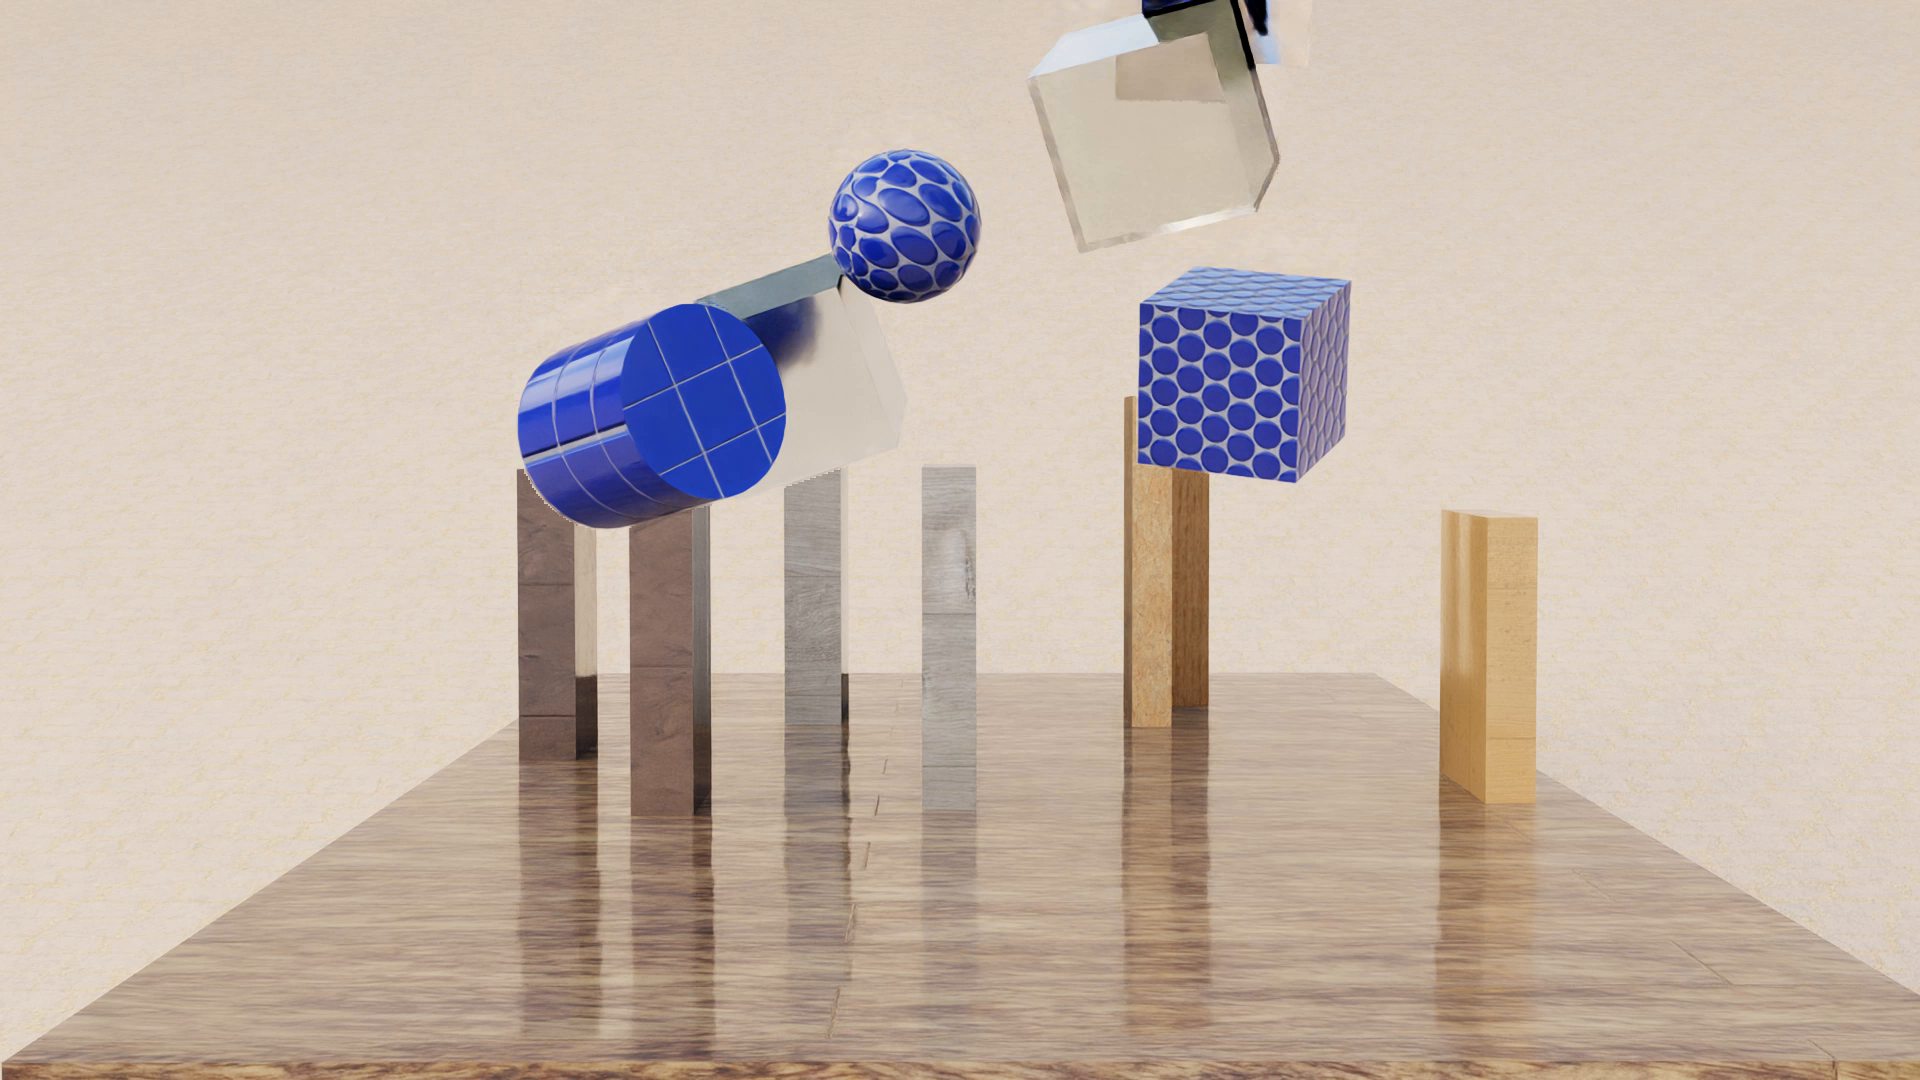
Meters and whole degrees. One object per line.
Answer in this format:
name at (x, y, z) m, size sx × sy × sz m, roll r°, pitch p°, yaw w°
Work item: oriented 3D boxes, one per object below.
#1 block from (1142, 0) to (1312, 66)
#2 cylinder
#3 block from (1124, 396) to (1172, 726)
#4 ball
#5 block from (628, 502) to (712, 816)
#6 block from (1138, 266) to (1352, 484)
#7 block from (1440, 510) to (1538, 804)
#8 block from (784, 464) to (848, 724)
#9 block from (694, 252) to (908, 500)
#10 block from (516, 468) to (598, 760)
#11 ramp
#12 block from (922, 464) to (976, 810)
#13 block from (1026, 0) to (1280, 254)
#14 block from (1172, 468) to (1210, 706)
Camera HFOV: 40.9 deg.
block at (0.258, -0.566, 2.460) m, size 0.158 × 0.158 × 0.158 m, roll 2°, pitch 44°, yaw 6°
cylinder at (-0.272, -0.106, 2.264) m, size 0.170 × 0.170 × 0.170 m, roll -21°, pitch 5°, yaw -41°
block at (0.399, 0.039, 5.484) m, size 0.082 × 0.689 × 0.277 m, roll 0°, pitch 3°, yaw 0°
ball at (-0.052, -0.298, 2.444) m, size 0.146 × 0.146 × 0.146 m, roll 0°, pitch 23°, yaw 0°
block at (-0.479, 0.067, 4.273) m, size 0.101 × 0.741 × 0.305 m, roll 0°, pitch 3°, yaw 0°
block at (0.281, -0.166, 2.538) m, size 0.162 × 0.162 × 0.162 m, roll 8°, pitch 22°, yaw 23°
block at (0.913, 0.191, 4.465) m, size 0.083 × 0.475 × 0.407 m, roll 0°, pitch 3°, yaw 0°
block at (-0.309, 0.088, 5.587) m, size 0.119 × 0.582 × 0.380 m, roll 0°, pitch 3°, yaw 0°
block at (-0.162, -0.164, 2.506) m, size 0.165 × 0.165 × 0.165 m, roll -18°, pitch 18°, yaw 8°
block at (-0.773, 0.134, 4.953) m, size 0.107 × 0.547 × 0.294 m, roll 0°, pitch 3°, yaw 0°
ramp at (0.053, 0.476, 4.536) m, size 2.000 × 0.100 × 4.000 m, roll 0°, pitch 3°, yaw 0°
block at (-0.018, 0.153, 4.380) m, size 0.089 × 0.559 × 0.371 m, roll 0°, pitch 3°, yaw 0°
block at (0.183, -0.388, 2.383) m, size 0.169 × 0.169 × 0.169 m, roll -11°, pitch 21°, yaw 20°
block at (0.488, 0.005, 5.878) m, size 0.135 × 0.722 × 0.279 m, roll 0°, pitch 3°, yaw 0°
